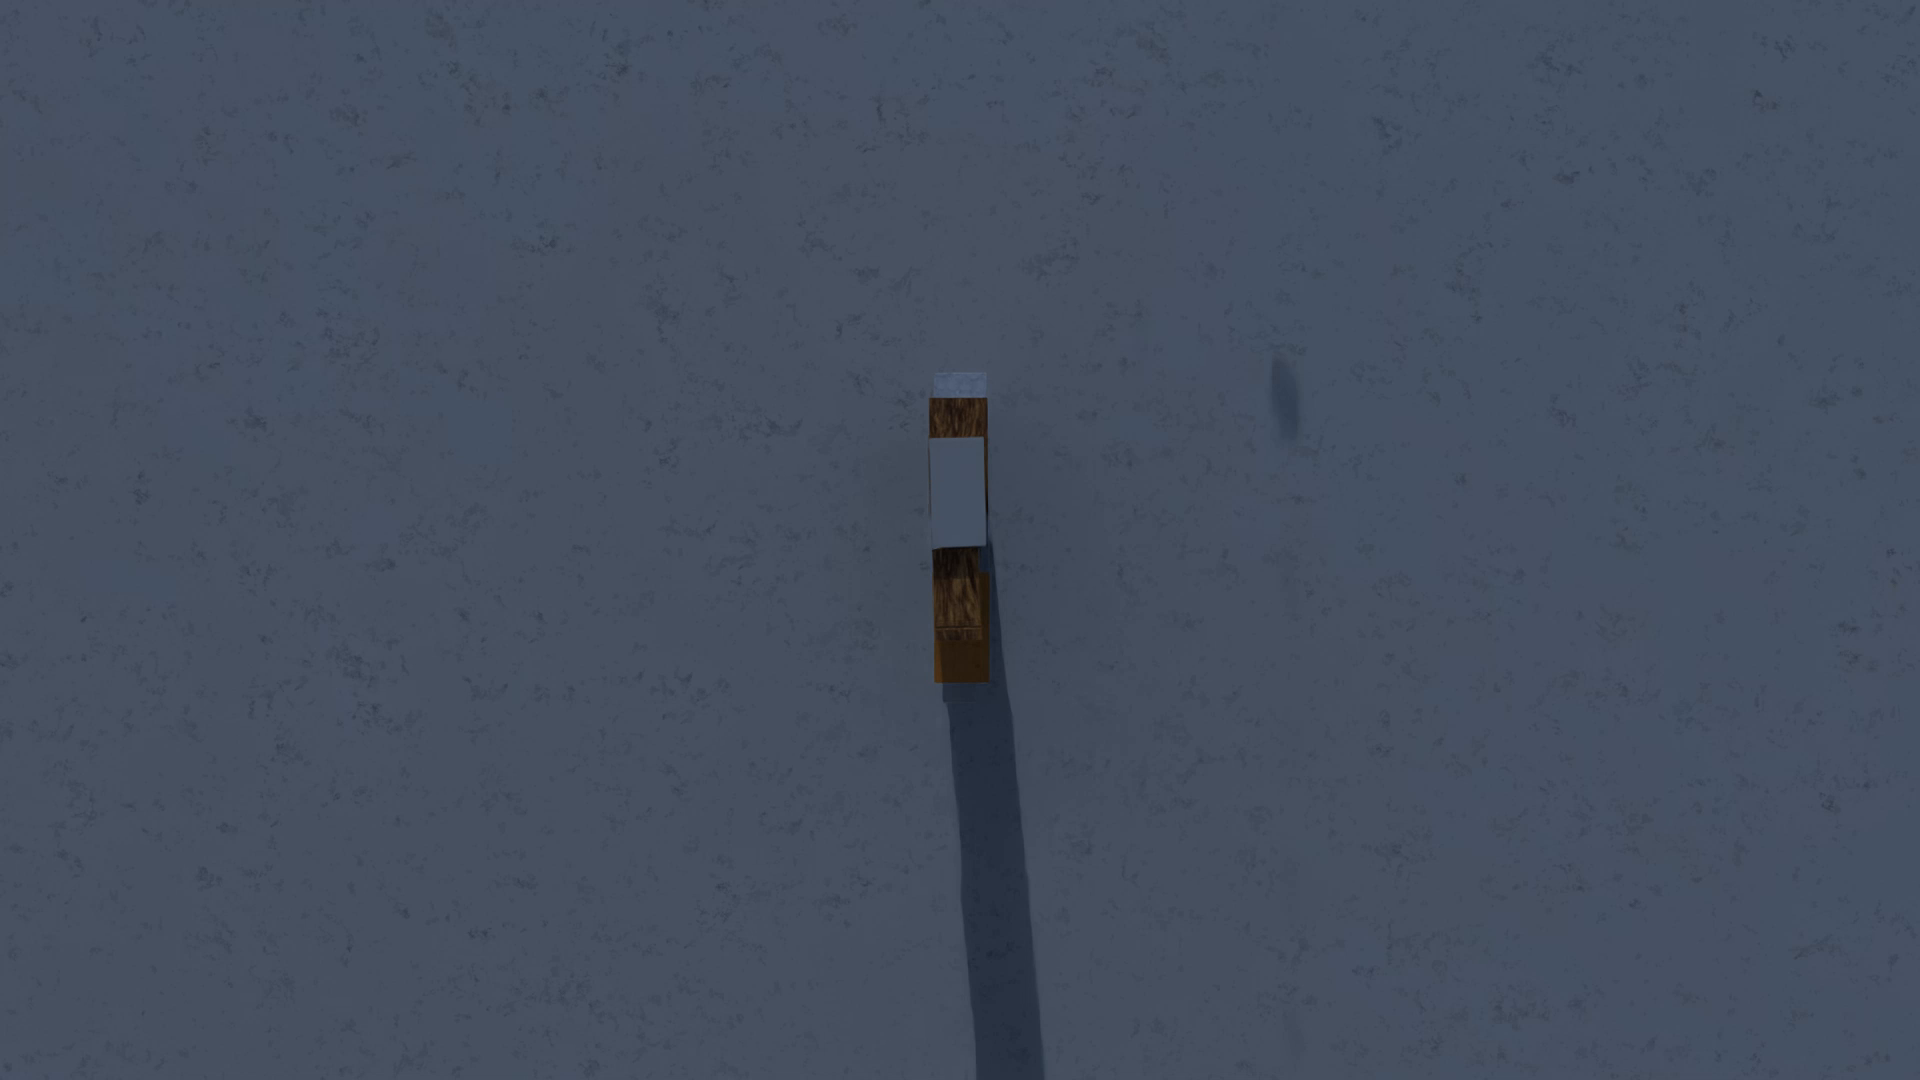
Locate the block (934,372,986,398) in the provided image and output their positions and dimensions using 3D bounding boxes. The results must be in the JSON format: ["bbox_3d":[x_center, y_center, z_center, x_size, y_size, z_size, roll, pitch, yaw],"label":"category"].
[{"bbox_3d":[0.000,-0.319,4.624,0.147,0.042,0.293,0,90,0],"label":"block"}]

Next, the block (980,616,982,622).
[{"bbox_3d":[-0.003,0.202,4.029,0.108,0.216,0.031,0,90,0],"label":"block"}]

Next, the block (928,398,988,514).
[{"bbox_3d":[-0.004,-0.211,4.179,0.147,0.042,0.294,0,90,0],"label":"block"}]

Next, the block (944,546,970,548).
[{"bbox_3d":[-0.006,0.009,4.306,0.068,0.019,0.136,1,90,1],"label":"block"}]

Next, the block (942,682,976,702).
[{"bbox_3d":[-0.002,0.371,4.757,0.095,0.027,0.189,0,90,0],"label":"block"}]

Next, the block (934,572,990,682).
[{"bbox_3d":[0.005,0.220,4.157,0.138,0.039,0.275,0,90,0],"label":"block"}]

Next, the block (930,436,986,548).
[{"bbox_3d":[-0.005,-0.113,3.884,0.128,0.036,0.256,-2,90,0],"label":"block"}]

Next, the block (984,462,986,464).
[{"bbox_3d":[-0.005,-0.196,4.030,0.128,0.256,0.036,0,90,0],"label":"block"}]

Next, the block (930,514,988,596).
[{"bbox_3d":[-0.002,-0.005,4.745,0.167,0.047,0.334,0,90,0],"label":"block"}]

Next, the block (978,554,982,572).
[{"bbox_3d":[-0.002,0.154,4.469,0.118,0.033,0.236,0,90,0],"label":"block"}]

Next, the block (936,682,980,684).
[{"bbox_3d":[-0.004,0.299,4.978,0.132,0.037,0.265,0,90,0],"label":"block"}]

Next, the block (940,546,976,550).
[{"bbox_3d":[-0.004,-0.068,4.508,0.099,0.028,0.199,0,90,0],"label":"block"}]

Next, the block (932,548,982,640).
[{"bbox_3d":[-0.007,0.128,3.906,0.108,0.031,0.216,-2,90,1],"label":"block"}]
